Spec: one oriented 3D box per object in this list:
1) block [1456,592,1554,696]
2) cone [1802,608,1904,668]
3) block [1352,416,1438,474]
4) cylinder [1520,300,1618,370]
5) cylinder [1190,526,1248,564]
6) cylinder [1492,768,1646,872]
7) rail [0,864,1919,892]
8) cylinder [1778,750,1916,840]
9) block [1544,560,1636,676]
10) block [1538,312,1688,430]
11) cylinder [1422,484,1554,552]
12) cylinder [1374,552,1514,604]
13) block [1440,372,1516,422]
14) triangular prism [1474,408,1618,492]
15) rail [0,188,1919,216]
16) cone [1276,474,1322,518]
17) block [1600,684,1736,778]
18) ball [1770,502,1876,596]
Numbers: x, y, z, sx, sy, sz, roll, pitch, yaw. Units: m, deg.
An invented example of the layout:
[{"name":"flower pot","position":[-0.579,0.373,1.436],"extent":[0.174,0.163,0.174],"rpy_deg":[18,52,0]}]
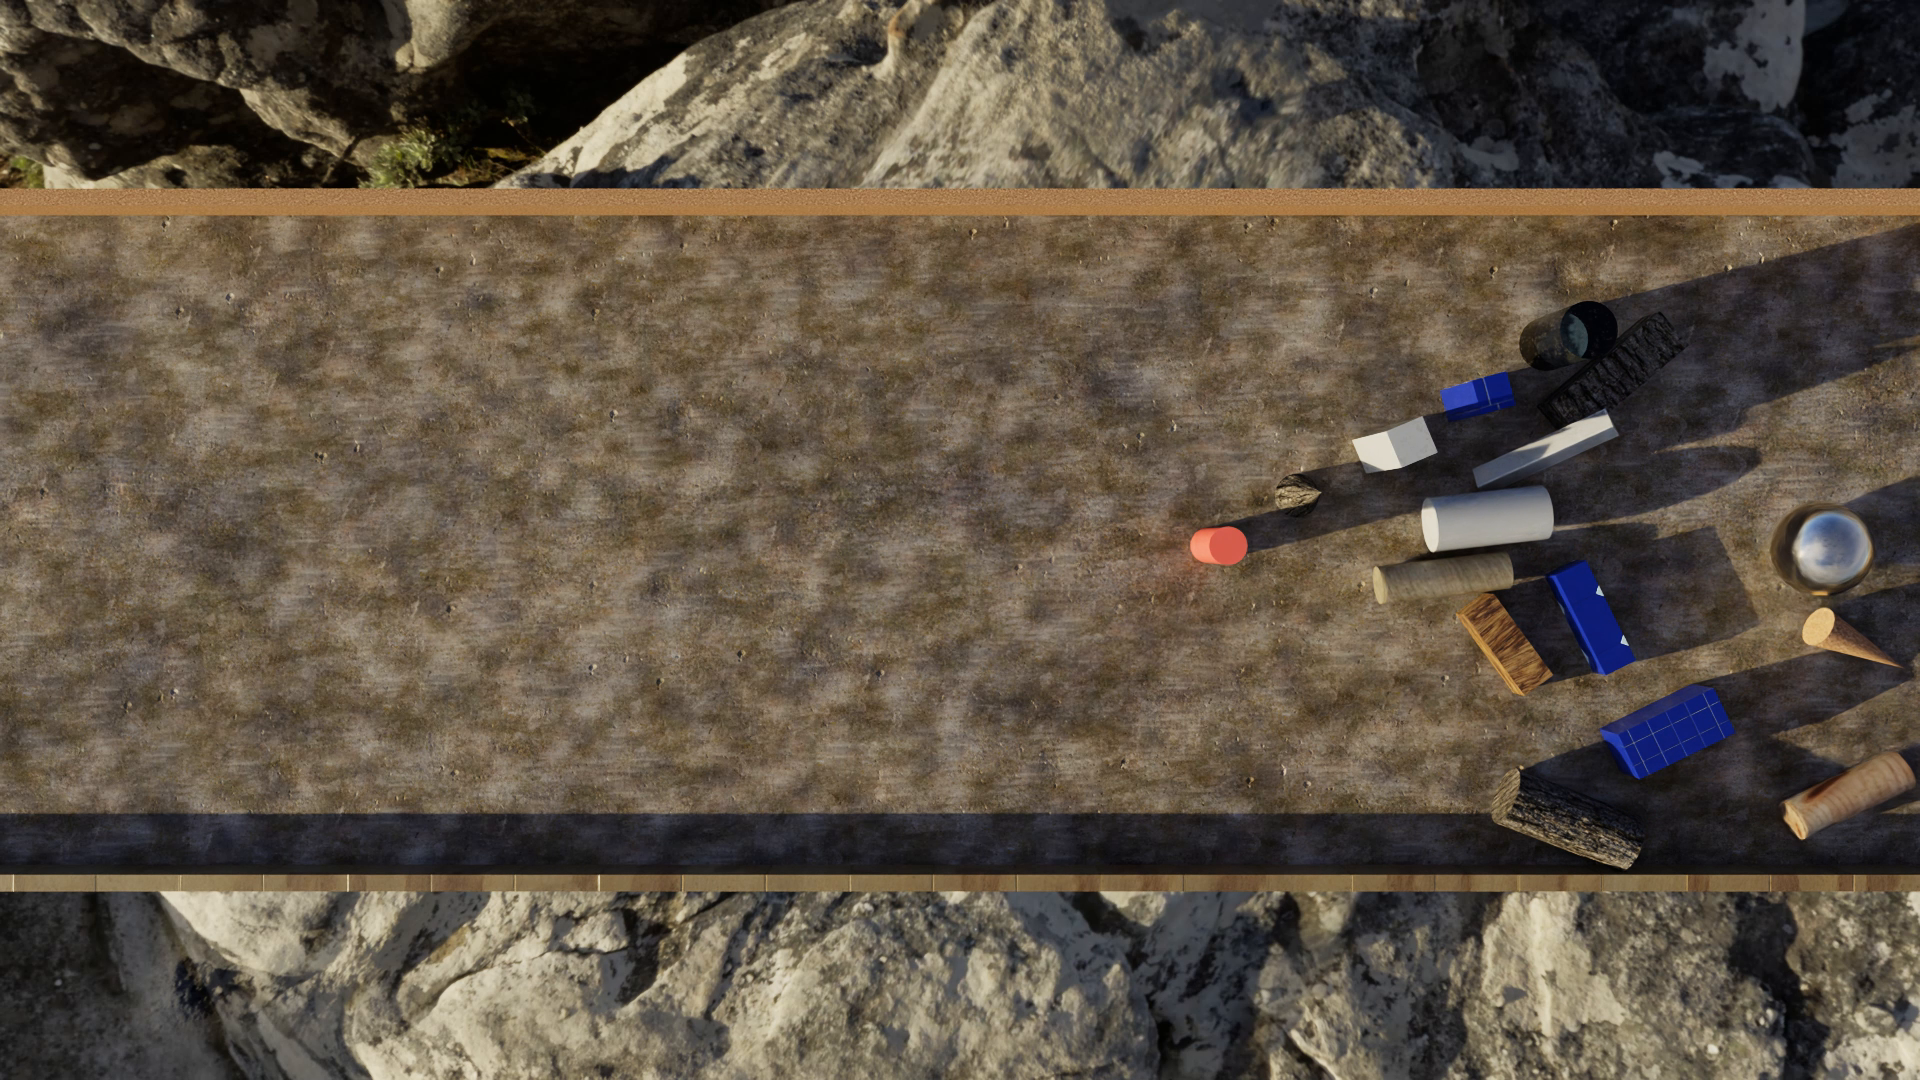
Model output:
[{"name":"block","position":[1.656,0.316,5.023],"extent":[0.107,0.107,0.302],"rpy_deg":[-36,90,0]},{"name":"cone","position":[2.761,0.330,5.046],"extent":[0.336,0.123,0.123],"rpy_deg":[24,90,-10]},{"name":"block","position":[1.280,-0.278,4.873],"extent":[0.112,0.406,0.112],"rpy_deg":[-23,90,0]},{"name":"cylinder","position":[1.804,-0.603,4.903],"extent":[0.166,0.346,0.166],"rpy_deg":[0,90,0]},{"name":"cylinder","position":[0.764,0.016,4.888],"extent":[0.109,0.378,0.109],"rpy_deg":[0,90,0]},{"name":"cylinder","position":[1.837,0.845,4.988],"extent":[0.401,0.177,0.177],"rpy_deg":[21,90,0]},{"name":"rail","position":[-2.247,1.025,5.001],"extent":[12.000,0.150,0.050],"rpy_deg":[0,90,0]},{"name":"cylinder","position":[2.695,0.775,5.014],"extent":[0.366,0.126,0.126],"rpy_deg":[-25,90,0]},{"name":"block","position":[1.918,0.235,5.025],"extent":[0.102,0.102,0.336],"rpy_deg":[-27,90,0]},{"name":"block","position":[1.979,-0.498,5.010],"extent":[0.425,0.133,0.133],"rpy_deg":[-40,90,0]},{"name":"cylinder","position":[1.594,-0.065,4.993],"extent":[0.346,0.167,0.167],"rpy_deg":[-6,90,0]},{"name":"cylinder","position":[1.468,0.114,5.019],"extent":[0.394,0.116,0.116],"rpy_deg":[-7,90,0]},{"name":"block","position":[1.540,-0.425,4.917],"extent":[0.103,0.320,0.103],"rpy_deg":[-16,90,0]},{"name":"triangular prism","position":[1.754,-0.256,4.950],"extent":[0.421,0.077,0.089],"rpy_deg":[-27,92,24]},{"name":"rail","position":[-2.247,-1.025,5.002],"extent":[12.000,0.150,0.050],"rpy_deg":[0,90,0]},{"name":"cone","position":[1.037,-0.137,4.903],"extent":[0.135,0.347,0.135],"rpy_deg":[0,90,0]},{"name":"block","position":[2.142,0.579,5.002],"extent":[0.317,0.149,0.149],"rpy_deg":[-26,90,0]},{"name":"ball","position":[2.581,0.028,4.936],"extent":[0.280,0.280,0.280],"rpy_deg":[0,90,0]}]
